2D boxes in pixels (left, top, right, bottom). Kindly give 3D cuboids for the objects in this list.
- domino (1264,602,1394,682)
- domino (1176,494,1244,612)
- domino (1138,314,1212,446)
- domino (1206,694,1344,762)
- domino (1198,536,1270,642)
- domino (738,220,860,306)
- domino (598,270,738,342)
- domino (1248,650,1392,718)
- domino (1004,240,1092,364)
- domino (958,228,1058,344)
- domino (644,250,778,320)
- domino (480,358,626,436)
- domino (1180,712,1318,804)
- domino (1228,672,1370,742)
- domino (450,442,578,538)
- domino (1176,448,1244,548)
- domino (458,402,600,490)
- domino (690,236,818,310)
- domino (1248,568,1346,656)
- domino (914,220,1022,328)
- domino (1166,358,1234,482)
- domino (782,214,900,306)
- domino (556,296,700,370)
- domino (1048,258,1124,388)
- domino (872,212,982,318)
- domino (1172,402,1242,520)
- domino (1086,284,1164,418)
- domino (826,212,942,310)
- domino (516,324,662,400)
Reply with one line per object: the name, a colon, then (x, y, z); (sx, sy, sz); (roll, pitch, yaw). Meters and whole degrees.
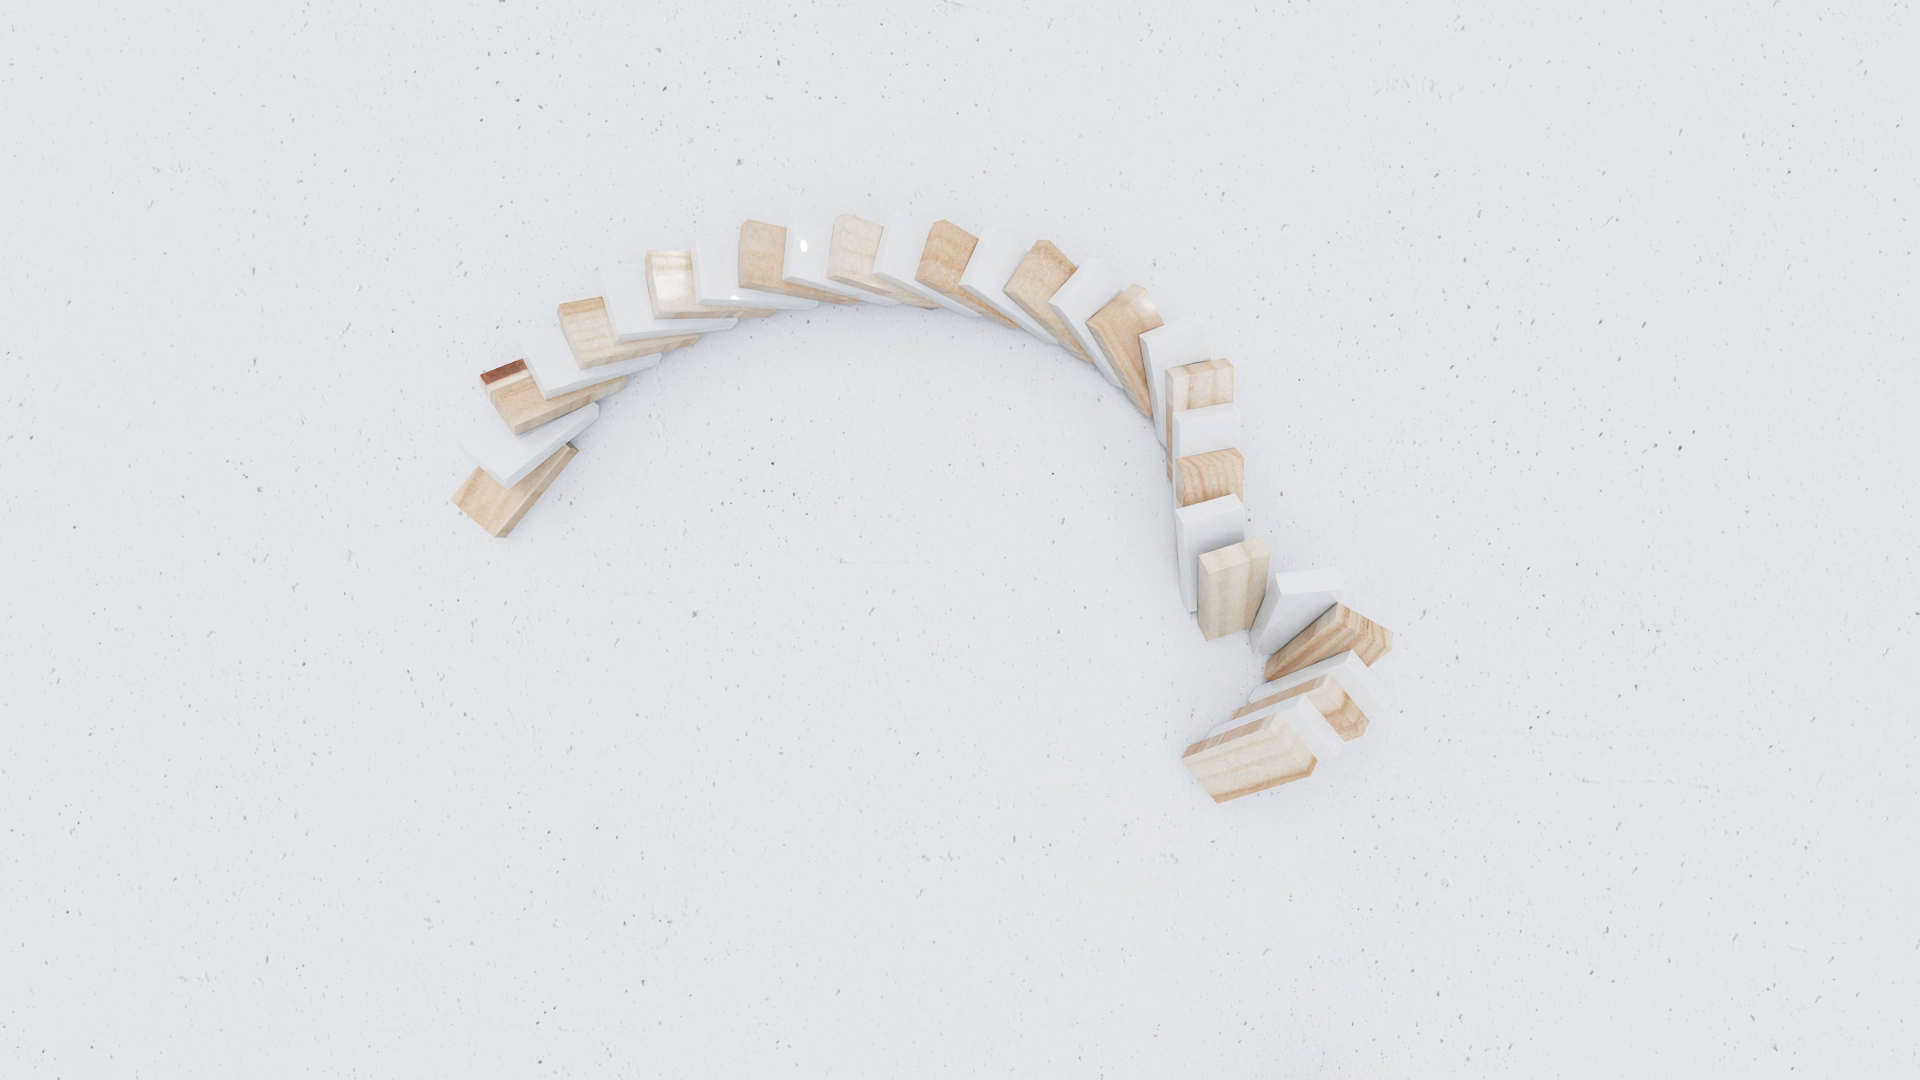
domino: (0.151, 0.048, 0.378); (0.025, 0.050, 0.010); (28, 50, 0)
domino: (0.104, 0.006, 0.381); (0.025, 0.009, 0.050); (-15, 129, 0)
domino: (0.092, -0.066, 0.382); (0.025, 0.010, 0.050); (-21, 124, -2)
domino: (0.129, 0.083, 0.378); (0.025, 0.050, 0.010); (50, 48, 0)
domino: (0.112, 0.021, 0.378); (0.025, 0.050, 0.009); (-17, 50, 0)
domino: (-0.066, -0.115, 0.383); (0.050, 0.009, 0.025); (2, 90, -33)
domino: (-0.121, -0.099, 0.383); (0.050, 0.009, 0.025); (-16, 90, -32)
domino: (0.147, 0.066, 0.378); (0.025, 0.050, 0.010); (50, 48, 0)
domino: (0.044, -0.099, 0.382); (0.050, 0.009, 0.025); (34, 90, -34)
domino: (0.026, -0.105, 0.382); (0.050, 0.010, 0.025); (25, 90, -33)
domino: (-0.103, -0.106, 0.383); (0.050, 0.010, 0.025); (-10, 90, -32)
domino: (-0.169, -0.066, 0.382); (0.050, 0.009, 0.025); (-34, 89, -33)
domino: (0.118, 0.091, 0.378); (0.025, 0.050, 0.009); (50, 48, 0)
domino: (0.139, 0.075, 0.378); (0.025, 0.050, 0.010); (50, 48, 0)
domino: (-0.192, -0.028, 0.395); (0.025, 0.010, 0.050); (40, 90, 0)
domino: (0.104, -0.012, 0.382); (0.025, 0.009, 0.050); (-10, 123, 0)
domino: (-0.179, -0.047, 0.384); (0.025, 0.009, 0.050); (40, 61, 0)
domino: (-0.085, -0.111, 0.383); (0.050, 0.010, 0.025); (-6, 90, -32)
domino: (0.137, 0.030, 0.377); (0.025, 0.050, 0.009); (-5, 55, 0)
domino: (0.008, -0.110, 0.383); (0.050, 0.009, 0.025); (19, 89, -32)
domino: (0.100, -0.048, 0.382); (0.025, 0.009, 0.050); (-11, 123, -3)
domino: (-0.048, -0.116, 0.383); (0.050, 0.009, 0.025); (6, 90, -33)
domino: (-0.138, -0.090, 0.383); (0.050, 0.010, 0.025); (-23, 90, -32)
domino: (0.061, -0.090, 0.382); (0.025, 0.010, 0.050); (-47, 124, 0)
domino: (-0.010, -0.114, 0.383); (0.050, 0.009, 0.025); (16, 90, -32)
domino: (0.102, -0.031, 0.382); (0.025, 0.010, 0.050); (-10, 123, -2)
domino: (0.075, -0.078, 0.382); (0.025, 0.010, 0.050); (-40, 125, 0)
domino: (-0.029, -0.115, 0.383); (0.050, 0.010, 0.025); (9, 90, -33)
domino: (-0.154, -0.079, 0.383); (0.050, 0.009, 0.025); (-28, 90, -32)
